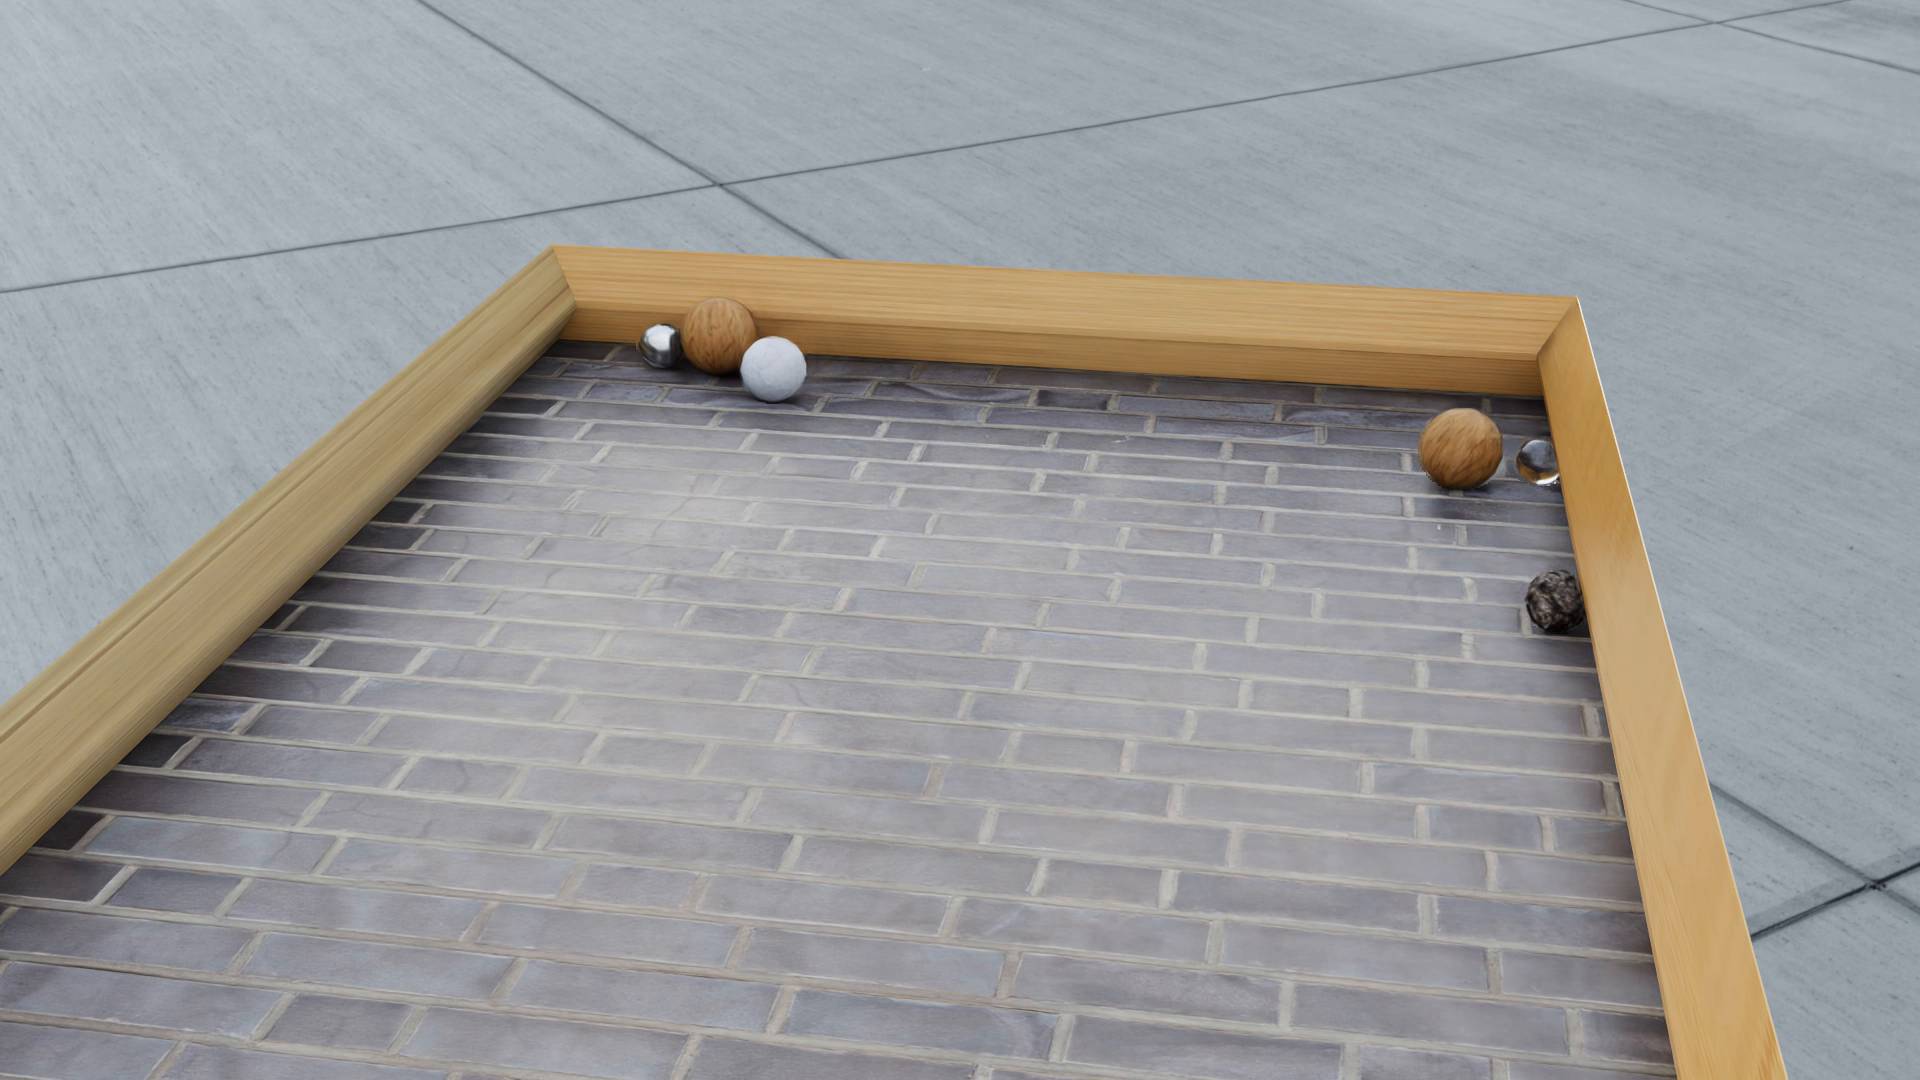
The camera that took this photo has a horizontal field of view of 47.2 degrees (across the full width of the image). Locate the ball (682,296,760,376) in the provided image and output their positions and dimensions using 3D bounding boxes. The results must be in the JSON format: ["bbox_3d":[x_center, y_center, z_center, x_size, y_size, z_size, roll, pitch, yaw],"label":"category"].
[{"bbox_3d":[-0.302,-0.258,2.779,0.099,0.099,0.099,0,24,0],"label":"ball"}]

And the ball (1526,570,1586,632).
[{"bbox_3d":[0.577,0.059,2.122,0.060,0.060,0.060,0,24,0],"label":"ball"}]

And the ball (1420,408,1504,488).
[{"bbox_3d":[0.557,-0.102,2.443,0.090,0.090,0.090,0,24,0],"label":"ball"}]

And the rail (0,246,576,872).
[{"bbox_3d":[-0.727,0.185,1.757,0.045,0.128,2.527,4,25,9],"label":"rail"}]

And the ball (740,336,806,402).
[{"bbox_3d":[-0.228,-0.210,2.695,0.080,0.080,0.080,0,24,0],"label":"ball"}]

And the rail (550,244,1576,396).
[{"bbox_3d":[0.104,-0.272,2.773,1.304,0.128,0.045,4,25,9],"label":"rail"}]

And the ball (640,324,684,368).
[{"bbox_3d":[-0.381,-0.248,2.808,0.058,0.058,0.058,0,24,0],"label":"ball"}]

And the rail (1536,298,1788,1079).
[{"bbox_3d":[0.512,0.273,1.561,0.045,0.128,2.527,4,25,9],"label":"rail"}]

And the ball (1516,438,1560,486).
[{"bbox_3d":[0.648,-0.088,2.457,0.053,0.053,0.053,0,24,0],"label":"ball"}]
